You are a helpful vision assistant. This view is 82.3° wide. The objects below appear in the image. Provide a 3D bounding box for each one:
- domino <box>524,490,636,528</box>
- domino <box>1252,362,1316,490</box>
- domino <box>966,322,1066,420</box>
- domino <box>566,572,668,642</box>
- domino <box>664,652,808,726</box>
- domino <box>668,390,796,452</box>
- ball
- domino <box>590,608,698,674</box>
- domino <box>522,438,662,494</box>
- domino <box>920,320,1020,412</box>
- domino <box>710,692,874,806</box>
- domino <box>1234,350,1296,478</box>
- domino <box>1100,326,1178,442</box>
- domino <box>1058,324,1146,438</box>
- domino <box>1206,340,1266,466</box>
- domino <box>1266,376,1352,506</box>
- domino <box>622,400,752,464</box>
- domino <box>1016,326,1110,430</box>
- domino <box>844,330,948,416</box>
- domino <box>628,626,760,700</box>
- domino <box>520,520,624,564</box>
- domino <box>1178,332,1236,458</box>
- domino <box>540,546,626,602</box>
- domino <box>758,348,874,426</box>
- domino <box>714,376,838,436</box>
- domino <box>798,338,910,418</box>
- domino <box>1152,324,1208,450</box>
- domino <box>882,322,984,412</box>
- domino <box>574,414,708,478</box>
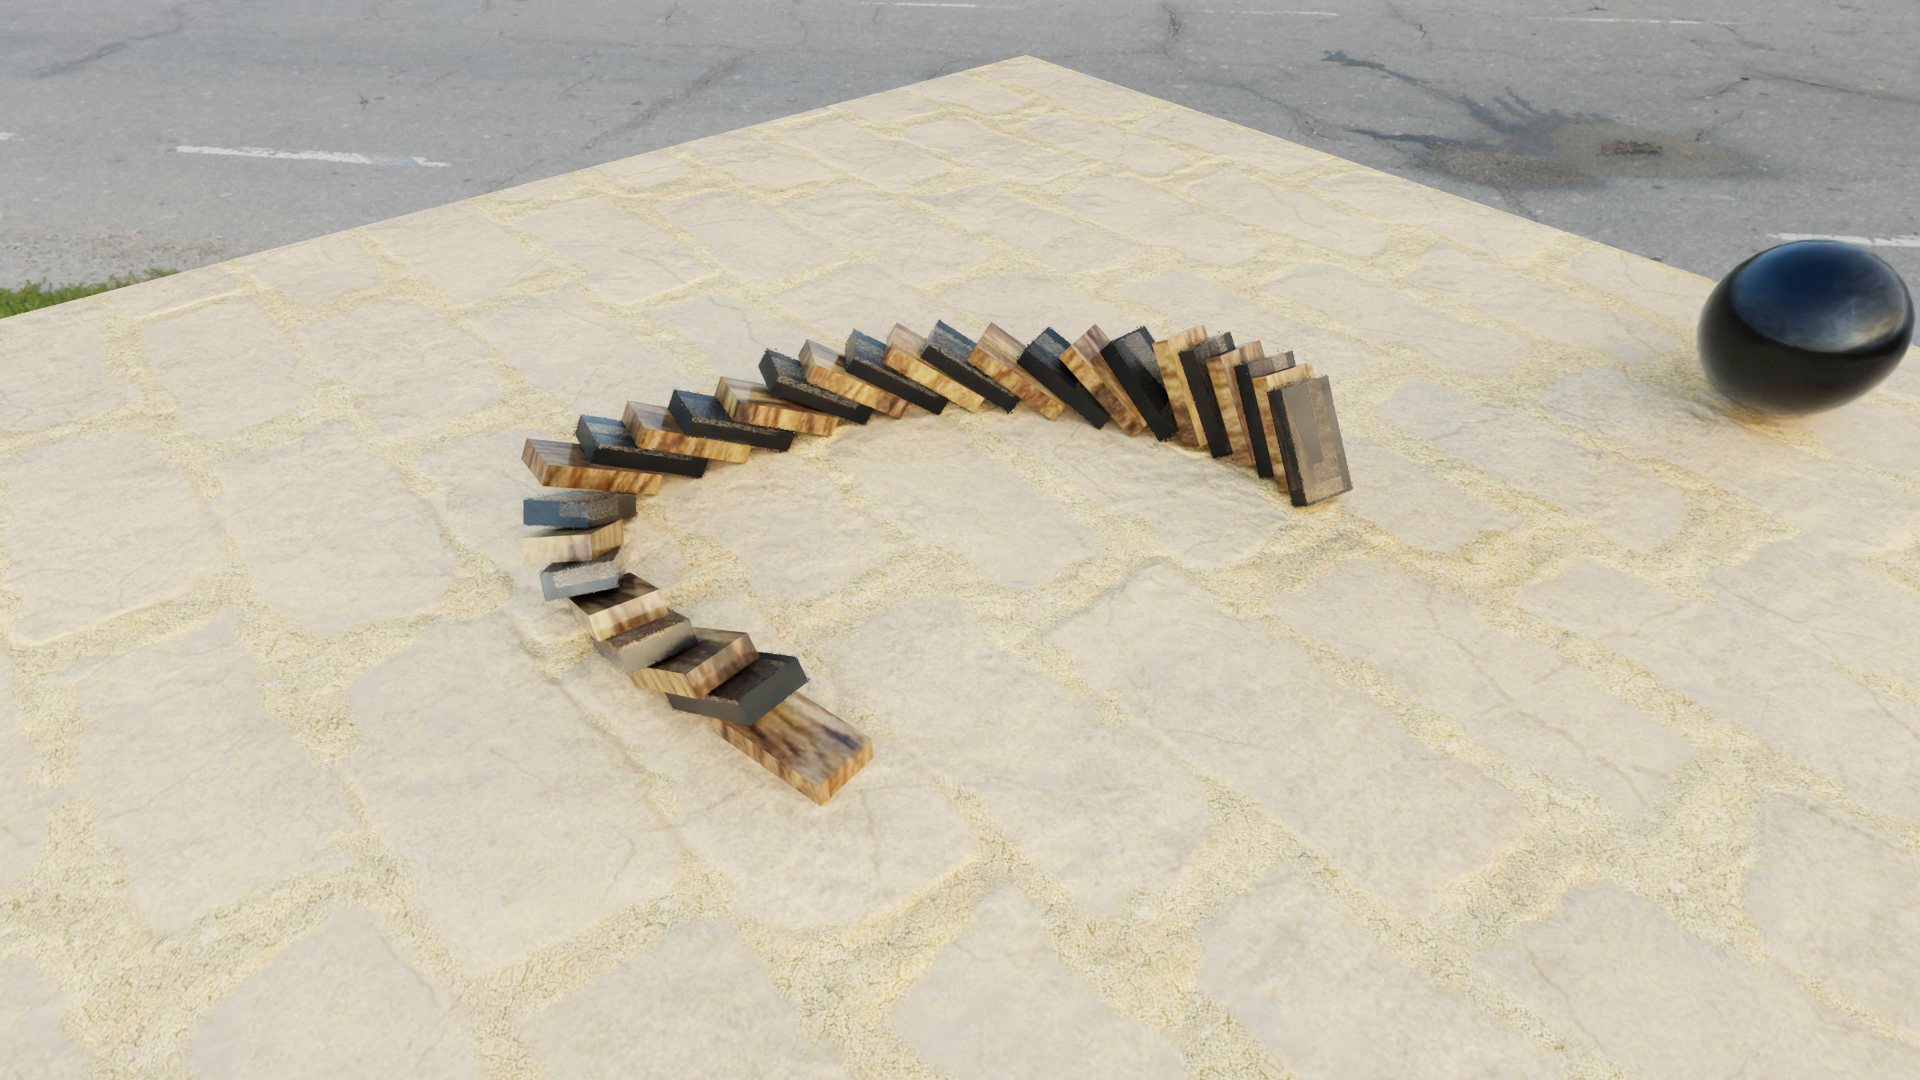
[{"bbox_3d":[-0.151,-0.013,0.439,0.025,0.009,0.050,3,7,4],"label":"domino"},{"bbox_3d":[0.144,-0.049,0.474,0.025,0.050,0.010,-19,9,-21],"label":"domino"},{"bbox_3d":[0.029,-0.080,0.522,0.050,0.010,0.025,34,42,-7],"label":"domino"},{"bbox_3d":[-0.124,0.023,0.397,0.025,0.010,0.050,-22,15,-25],"label":"domino"},{"bbox_3d":[-0.076,0.048,0.367,0.050,0.010,0.025,-1,28,48],"label":"domino"},{"bbox_3d":[-0.102,-0.053,0.491,0.050,0.010,0.025,6,30,-39],"label":"domino"},{"bbox_3d":[0.387,-0.097,0.506,0.080,0.080,0.080,0,39,0],"label":"ball"},{"bbox_3d":[-0.112,0.033,0.385,0.025,0.009,0.050,-23,16,-26],"label":"domino"},{"bbox_3d":[-0.154,-0.031,0.463,0.050,0.009,0.025,3,27,-44],"label":"domino"},{"bbox_3d":[0.007,-0.083,0.524,0.050,0.009,0.025,30,35,-12],"label":"domino"},{"bbox_3d":[-0.056,0.065,0.364,0.050,0.009,0.025,26,46,29],"label":"domino"},{"bbox_3d":[0.138,-0.055,0.481,0.025,0.050,0.009,-18,9,-21],"label":"domino"},{"bbox_3d":[0.089,-0.073,0.509,0.025,0.009,0.050,-29,83,-36],"label":"domino"},{"bbox_3d":[0.071,-0.074,0.512,0.050,0.009,0.025,48,49,-3],"label":"domino"},{"bbox_3d":[0.128,-0.061,0.488,0.025,0.050,0.009,-24,11,-27],"label":"domino"},{"bbox_3d":[0.148,-0.042,0.465,0.025,0.050,0.010,-18,9,-21],"label":"domino"},{"bbox_3d":[-0.120,-0.047,0.484,0.050,0.009,0.025,6,30,-39],"label":"domino"},{"bbox_3d":[0.054,-0.077,0.520,0.050,0.010,0.025,39,47,2],"label":"domino"},{"bbox_3d":[-0.030,-0.079,0.521,0.050,0.010,0.025,23,33,-23],"label":"domino"},{"bbox_3d":[-0.092,0.041,0.375,0.025,0.009,0.050,-36,21,-34],"label":"domino"},{"bbox_3d":[-0.148,0.000,0.424,0.025,0.009,0.050,-3,8,-4],"label":"domino"},{"bbox_3d":[0.117,-0.065,0.493,0.025,0.050,0.010,-28,13,-30],"label":"domino"},{"bbox_3d":[-0.139,0.012,0.409,0.025,0.009,0.050,-12,8,-13],"label":"domino"},{"bbox_3d":[-0.066,-0.071,0.510,0.050,0.009,0.025,16,28,-34],"label":"domino"},{"bbox_3d":[-0.083,-0.061,0.500,0.050,0.010,0.025,5,30,-39],"label":"domino"},{"bbox_3d":[-0.050,-0.075,0.515,0.050,0.010,0.025,19,29,-30],"label":"domino"},{"bbox_3d":[0.106,-0.069,0.498,0.025,0.050,0.010,-26,12,-31],"label":"domino"},{"bbox_3d":[-0.012,-0.082,0.524,0.050,0.010,0.025,27,34,-17],"label":"domino"},{"bbox_3d":[-0.137,-0.040,0.475,0.050,0.010,0.025,6,30,-39],"label":"domino"}]
